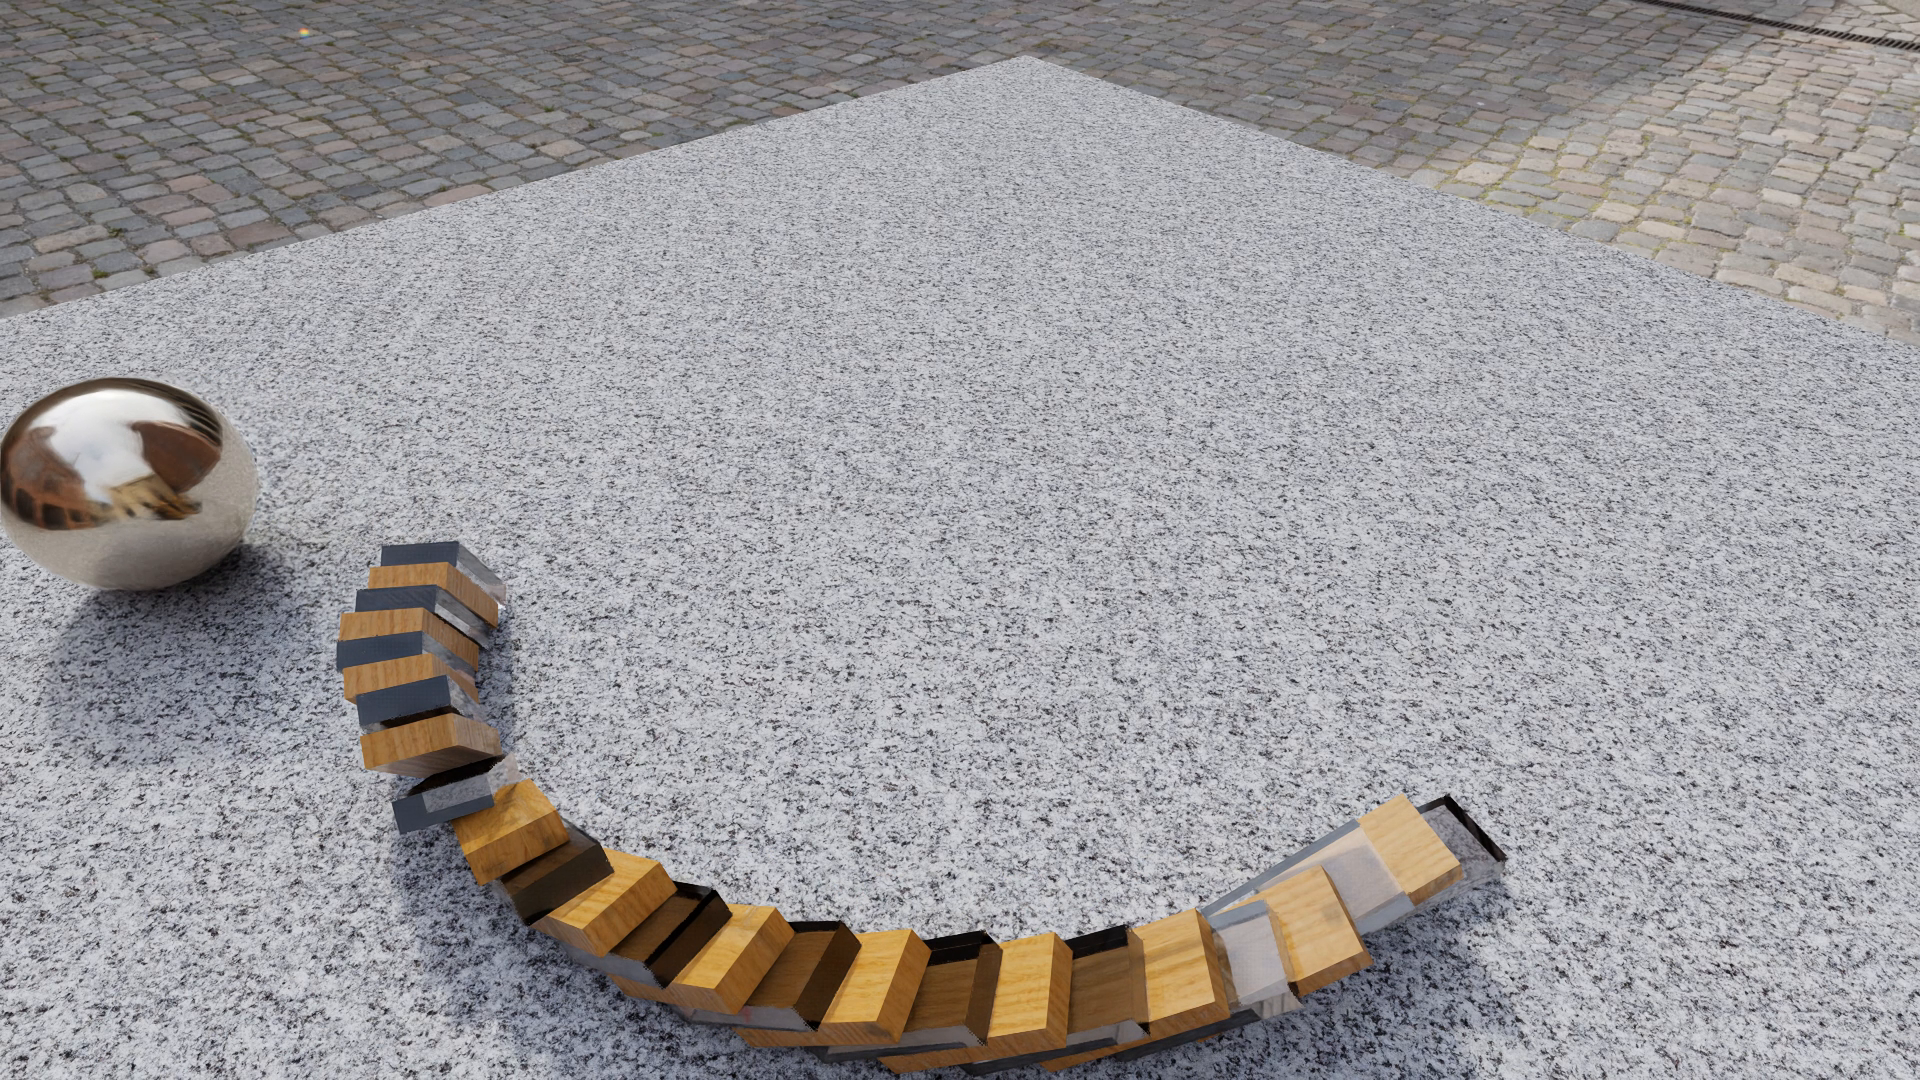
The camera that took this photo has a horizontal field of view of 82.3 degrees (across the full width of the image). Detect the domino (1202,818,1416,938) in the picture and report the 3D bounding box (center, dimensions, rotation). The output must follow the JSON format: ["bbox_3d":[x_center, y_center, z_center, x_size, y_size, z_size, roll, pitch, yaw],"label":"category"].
[{"bbox_3d":[0.094,0.101,0.300,0.050,0.009,0.025,-35,41,9],"label":"domino"}]

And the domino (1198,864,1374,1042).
[{"bbox_3d":[0.079,0.109,0.290,0.050,0.009,0.025,-31,40,13],"label":"domino"}]

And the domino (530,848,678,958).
[{"bbox_3d":[-0.101,0.098,0.303,0.050,0.009,0.025,-9,23,48],"label":"domino"}]

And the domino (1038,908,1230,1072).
[{"bbox_3d":[0.042,0.116,0.282,0.050,0.010,0.025,-27,36,19],"label":"domino"}]

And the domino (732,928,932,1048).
[{"bbox_3d":[-0.033,0.115,0.282,0.050,0.009,0.025,-18,29,33],"label":"domino"}]

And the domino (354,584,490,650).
[{"bbox_3d":[-0.184,0.028,0.379,0.025,0.050,0.009,-4,71,-5],"label":"domino"}]

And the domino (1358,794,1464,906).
[{"bbox_3d":[0.111,0.096,0.310,0.050,0.010,0.025,-32,43,3],"label":"domino"}]

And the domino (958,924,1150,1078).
[{"bbox_3d":[0.023,0.118,0.280,0.050,0.009,0.025,-24,34,22],"label":"domino"}]

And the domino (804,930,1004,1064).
[{"bbox_3d":[-0.015,0.117,0.281,0.050,0.009,0.025,-21,31,28],"label":"domino"}]

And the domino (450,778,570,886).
[{"bbox_3d":[-0.132,0.084,0.320,0.025,0.010,0.050,-25,11,-27],"label":"domino"}]

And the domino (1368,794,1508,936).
[{"bbox_3d":[0.133,0.096,0.326,0.050,0.009,0.025,-15,42,-18],"label":"domino"}]

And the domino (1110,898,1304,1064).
[{"bbox_3d":[0.060,0.114,0.284,0.050,0.009,0.025,-27,36,18],"label":"domino"}]

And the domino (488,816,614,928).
[{"bbox_3d":[-0.118,0.092,0.311,0.025,0.009,0.050,-29,14,-31],"label":"domino"}]

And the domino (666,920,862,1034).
[{"bbox_3d":[-0.051,0.113,0.285,0.050,0.010,0.025,-16,27,37],"label":"domino"}]

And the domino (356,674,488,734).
[{"bbox_3d":[-0.167,0.056,0.345,0.025,0.050,0.010,-13,72,-15],"label":"domino"}]

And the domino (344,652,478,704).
[{"bbox_3d":[-0.175,0.049,0.353,0.025,0.050,0.009,-10,71,-11],"label":"domino"}]

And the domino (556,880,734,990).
[{"bbox_3d":[-0.086,0.104,0.296,0.050,0.010,0.025,-11,25,45],"label":"domino"}]

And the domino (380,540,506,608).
[{"bbox_3d":[-0.185,0.014,0.396,0.025,0.050,0.010,-4,71,-5],"label":"domino"}]

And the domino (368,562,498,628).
[{"bbox_3d":[-0.184,0.021,0.388,0.025,0.050,0.009,-4,71,-5],"label":"domino"}]

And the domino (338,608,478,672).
[{"bbox_3d":[-0.184,0.035,0.370,0.025,0.050,0.009,-4,71,-5],"label":"domino"}]

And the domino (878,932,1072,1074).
[{"bbox_3d":[0.004,0.118,0.279,0.050,0.009,0.025,-22,32,26],"label":"domino"}]

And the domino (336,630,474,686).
[{"bbox_3d":[-0.181,0.043,0.361,0.025,0.050,0.009,-7,71,-8],"label":"domino"}]

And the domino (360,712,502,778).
[{"bbox_3d":[-0.160,0.063,0.336,0.025,0.050,0.009,-14,77,-12],"label":"domino"}]

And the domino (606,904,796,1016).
[{"bbox_3d":[-0.069,0.109,0.290,0.050,0.009,0.025,-13,26,41],"label":"domino"}]

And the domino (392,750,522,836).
[{"bbox_3d":[-0.149,0.074,0.328,0.025,0.009,0.050,-16,0,-14],"label":"domino"}]

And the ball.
[{"bbox_3d":[-0.311,-0.021,0.413,0.080,0.080,0.080,0,39,0],"label":"ball"}]
